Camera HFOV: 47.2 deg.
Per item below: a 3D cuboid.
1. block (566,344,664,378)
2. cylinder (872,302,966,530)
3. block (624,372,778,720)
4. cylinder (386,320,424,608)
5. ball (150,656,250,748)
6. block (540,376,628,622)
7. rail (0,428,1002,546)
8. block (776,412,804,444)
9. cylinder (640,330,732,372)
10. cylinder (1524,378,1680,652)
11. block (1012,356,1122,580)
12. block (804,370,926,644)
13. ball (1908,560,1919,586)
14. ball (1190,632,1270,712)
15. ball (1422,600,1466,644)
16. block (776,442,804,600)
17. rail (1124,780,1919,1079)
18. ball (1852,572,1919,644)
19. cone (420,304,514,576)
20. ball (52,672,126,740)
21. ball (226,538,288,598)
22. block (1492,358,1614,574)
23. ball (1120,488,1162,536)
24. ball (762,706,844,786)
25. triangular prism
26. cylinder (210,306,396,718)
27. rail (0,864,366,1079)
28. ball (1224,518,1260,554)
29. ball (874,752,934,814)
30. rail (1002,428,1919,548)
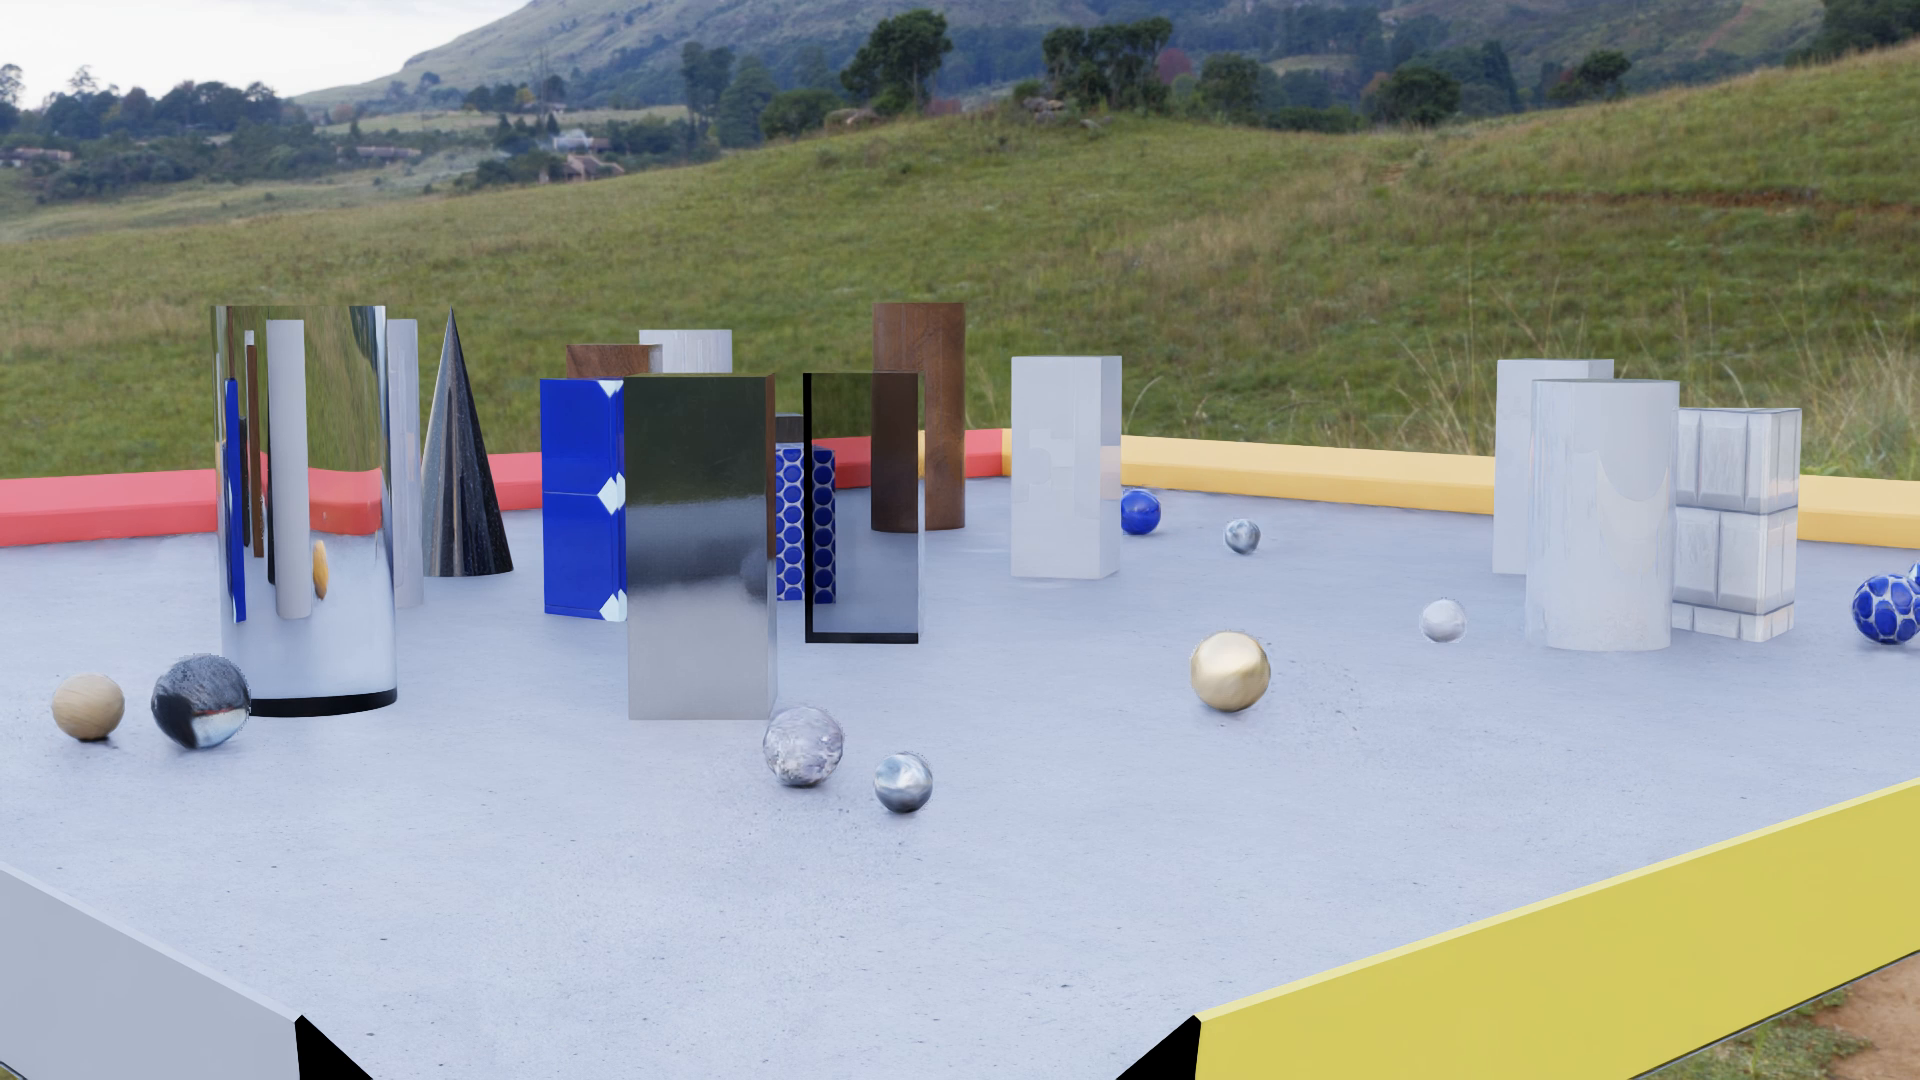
[{"bbox_3d":[-0.642,-0.177,4.113,0.151,0.377,0.151,0,6,2],"label":"block"},{"bbox_3d":[-0.083,-0.254,4.472,0.189,0.454,0.189,0,6,0],"label":"cylinder"},{"bbox_3d":[-0.284,0.003,2.438,0.151,0.371,0.151,0,6,-1],"label":"block"},{"bbox_3d":[-0.907,-0.117,3.305,0.189,0.427,0.189,0,6,0],"label":"cylinder"},{"bbox_3d":[-0.769,0.164,2.228,0.094,0.094,0.094,0,6,0],"label":"ball"},{"bbox_3d":[-0.502,-0.065,3.214,0.151,0.342,0.151,4,7,36],"label":"block"},{"bbox_3d":[-1.200,-0.105,4.626,3.617,0.123,0.045,-6,8,-42],"label":"rail"},{"bbox_3d":[-0.385,-0.125,4.279,0.151,0.238,0.151,-1,6,-13],"label":"block"},{"bbox_3d":[-0.563,-0.233,4.531,0.189,0.399,0.189,0,6,0],"label":"cylinder"},{"bbox_3d":[0.855,-0.038,2.931,0.189,0.348,0.189,0,6,0],"label":"cylinder"},{"bbox_3d":[0.180,-0.126,3.692,0.151,0.364,0.151,2,6,17],"label":"block"},{"bbox_3d":[-0.128,-0.049,2.980,0.151,0.359,0.151,0,6,2],"label":"block"},{"bbox_3d":[1.483,0.060,3.361,0.064,0.064,0.064,0,6,0],"label":"ball"},{"bbox_3d":[0.298,0.146,2.429,0.089,0.089,0.089,0,6,0],"label":"ball"},{"bbox_3d":[0.643,0.108,2.926,0.058,0.058,0.058,0,6,0],"label":"ball"},{"bbox_3d":[-0.278,-0.031,3.417,0.151,0.231,0.151,-2,6,-15],"label":"block"},{"bbox_3d":[1.200,0.169,2.039,3.617,0.123,0.045,-6,8,-42],"label":"rail"},{"bbox_3d":[1.234,0.091,2.918,0.095,0.095,0.095,0,6,0],"label":"ball"},{"bbox_3d":[-0.855,-0.173,3.718,0.189,0.451,0.189,0,6,0],"label":"cone"},{"bbox_3d":[-0.899,0.171,2.269,0.071,0.071,0.071,0,6,0],"label":"ball"},{"bbox_3d":[-1.082,0.043,3.384,0.091,0.091,0.091,0,6,0],"label":"ball"},{"bbox_3d":[1.002,-0.125,3.714,0.151,0.357,0.151,4,7,32],"label":"block"},{"bbox_3d":[0.349,-0.054,4.306,0.092,0.092,0.092,0,6,0],"label":"ball"},{"bbox_3d":[-0.146,0.192,2.053,0.075,0.075,0.075,0,6,0],"label":"ball"},{"bbox_3d":[1.056,-0.027,3.029,0.142,0.306,0.164,4,7,34],"label":"triangular prism"},{"bbox_3d":[-0.734,-0.038,2.467,0.189,0.446,0.189,0,6,0],"label":"cylinder"},{"bbox_3d":[-1.312,0.159,2.128,0.045,0.123,3.587,-6,8,-42],"label":"rail"},{"bbox_3d":[0.513,-0.007,3.988,0.065,0.065,0.065,0,6,0],"label":"ball"},{"bbox_3d":[-0.050,0.215,1.942,0.053,0.053,0.053,0,6,0],"label":"ball"},{"bbox_3d":[1.312,-0.095,4.536,0.045,0.123,3.587,-6,8,-42],"label":"rail"}]
